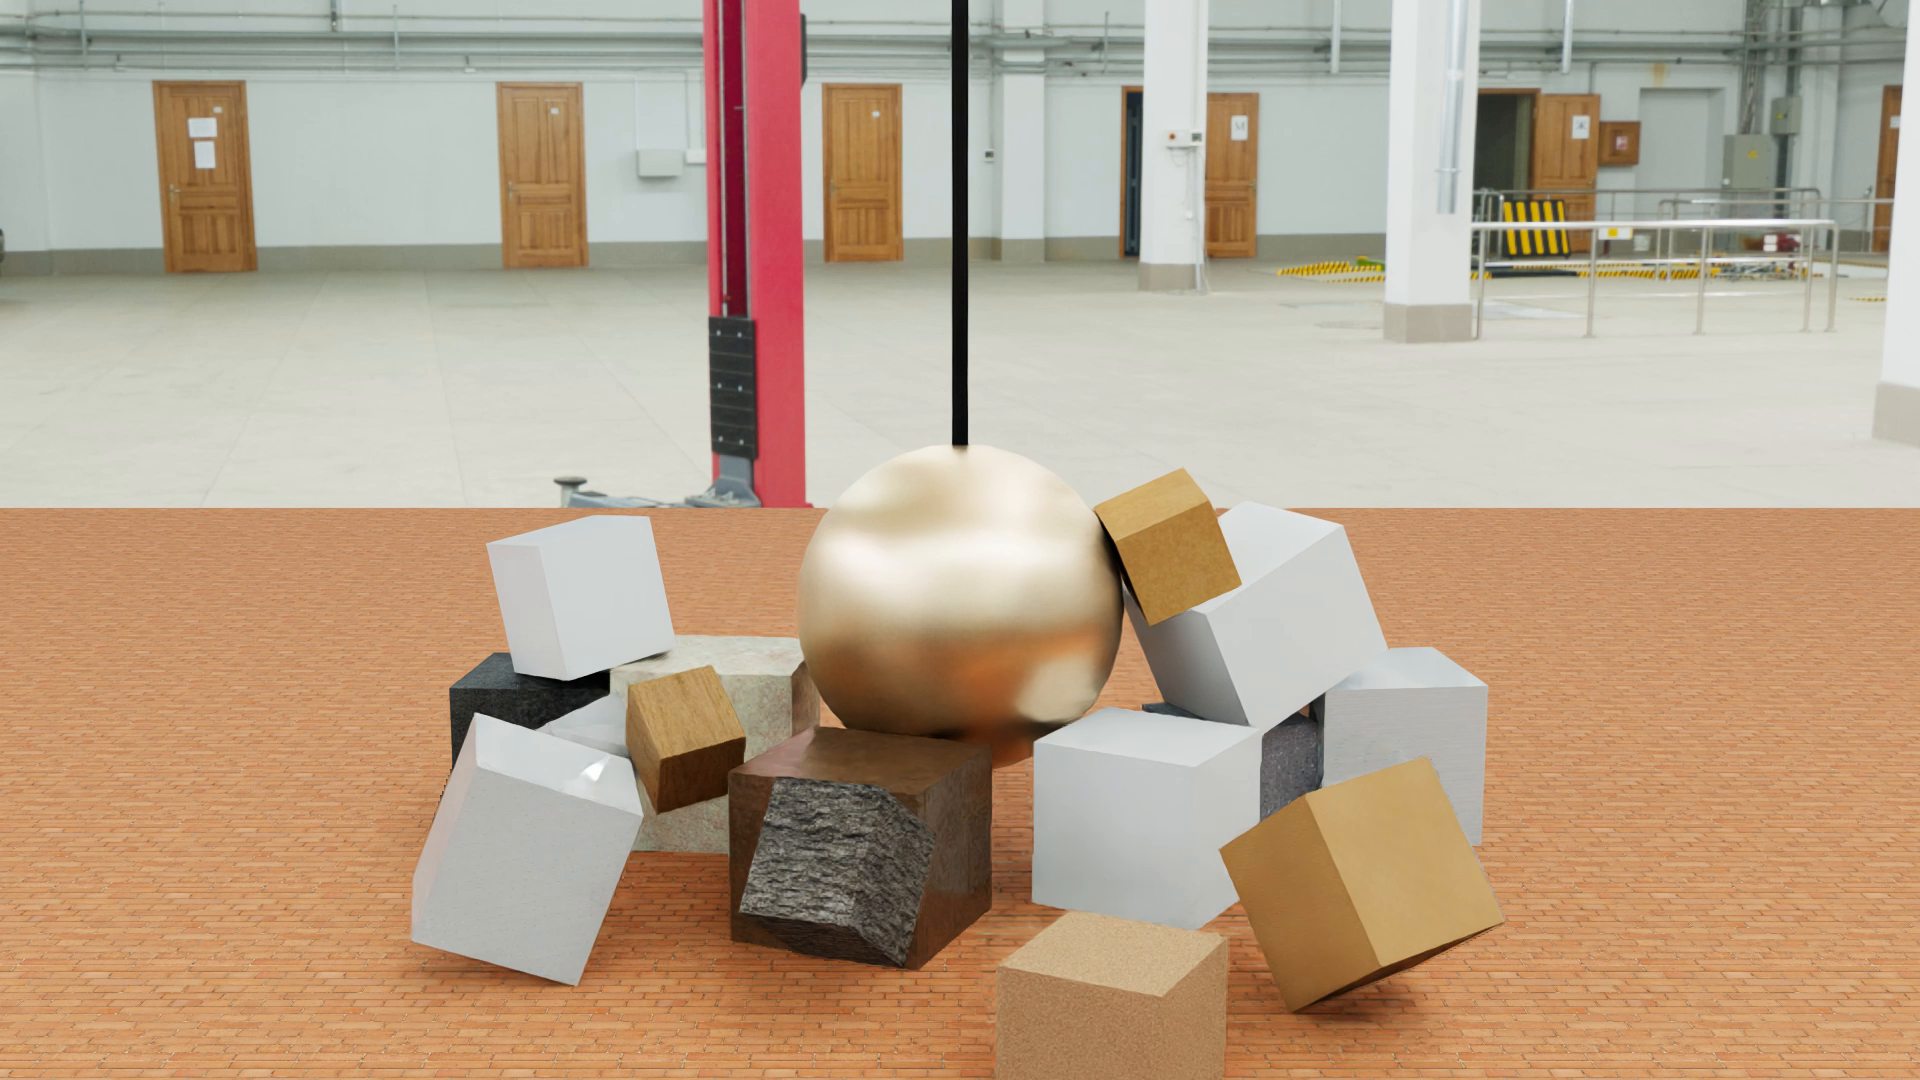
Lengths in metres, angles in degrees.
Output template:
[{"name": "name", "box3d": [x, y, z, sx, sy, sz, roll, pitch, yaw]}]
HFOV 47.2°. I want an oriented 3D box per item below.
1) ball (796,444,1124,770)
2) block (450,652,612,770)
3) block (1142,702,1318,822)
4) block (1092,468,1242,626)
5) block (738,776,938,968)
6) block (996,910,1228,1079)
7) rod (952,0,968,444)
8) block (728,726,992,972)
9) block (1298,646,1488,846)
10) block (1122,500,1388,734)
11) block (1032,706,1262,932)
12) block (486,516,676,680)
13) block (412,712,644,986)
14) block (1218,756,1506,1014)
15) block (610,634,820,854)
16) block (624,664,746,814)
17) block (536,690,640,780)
[{"name": "ball", "box3d": [0.000, 0.333, 10.702, 1.600, 1.600, 1.600, 0, 10, 0]}, {"name": "block", "box3d": [-2.113, 1.073, 11.397, 0.812, 0.810, 0.780, 1, 10, 5]}, {"name": "block", "box3d": [1.366, 1.193, 11.230, 0.691, 0.635, 0.622, -3, 11, -18]}, {"name": "block", "box3d": [1.007, 0.027, 10.716, 0.489, 0.475, 0.531, -24, 21, 0]}, {"name": "block", "box3d": [-0.481, 1.338, 8.851, 0.486, 0.571, 0.561, 3, -25, 25]}, {"name": "block", "box3d": [0.570, 1.789, 8.180, 0.643, 0.550, 0.662, 6, 12, 27]}, {"name": "rod", "box3d": [0.000, -3.053, 10.392, 0.080, 5.200, 0.080, 0, 5, 0]}, {"name": "block", "box3d": [-0.436, 1.360, 9.898, 0.902, 0.783, 0.848, 4, 11, 22]}, {"name": "block", "box3d": [2.167, 1.065, 11.388, 0.831, 0.829, 0.860, -1, 10, -6]}, {"name": "block", "box3d": [1.461, 0.381, 11.066, 0.869, 0.721, 0.828, -31, 22, -19]}, {"name": "block", "box3d": [0.879, 1.290, 10.298, 0.813, 0.778, 0.745, 6, 12, 30]}, {"name": "block", "box3d": [-1.923, 0.281, 11.165, 0.618, 0.682, 0.622, -17, 11, -34]}, {"name": "block", "box3d": [-1.863, 1.314, 9.420, 0.717, 0.794, 0.713, 20, 9, -17]}, {"name": "block", "box3d": [1.622, 1.403, 8.952, 0.659, 0.723, 0.683, -12, -20, -31]}, {"name": "block", "box3d": [-1.235, 1.035, 11.294, 0.911, 0.922, 0.820, 1, 10, 6]}, {"name": "block", "box3d": [-1.255, 0.907, 10.023, 0.402, 0.419, 0.434, -14, 52, -23]}, {"name": "block", "box3d": [-1.791, 1.031, 10.337, 0.419, 0.409, 0.471, -25, -3, -44]}]
